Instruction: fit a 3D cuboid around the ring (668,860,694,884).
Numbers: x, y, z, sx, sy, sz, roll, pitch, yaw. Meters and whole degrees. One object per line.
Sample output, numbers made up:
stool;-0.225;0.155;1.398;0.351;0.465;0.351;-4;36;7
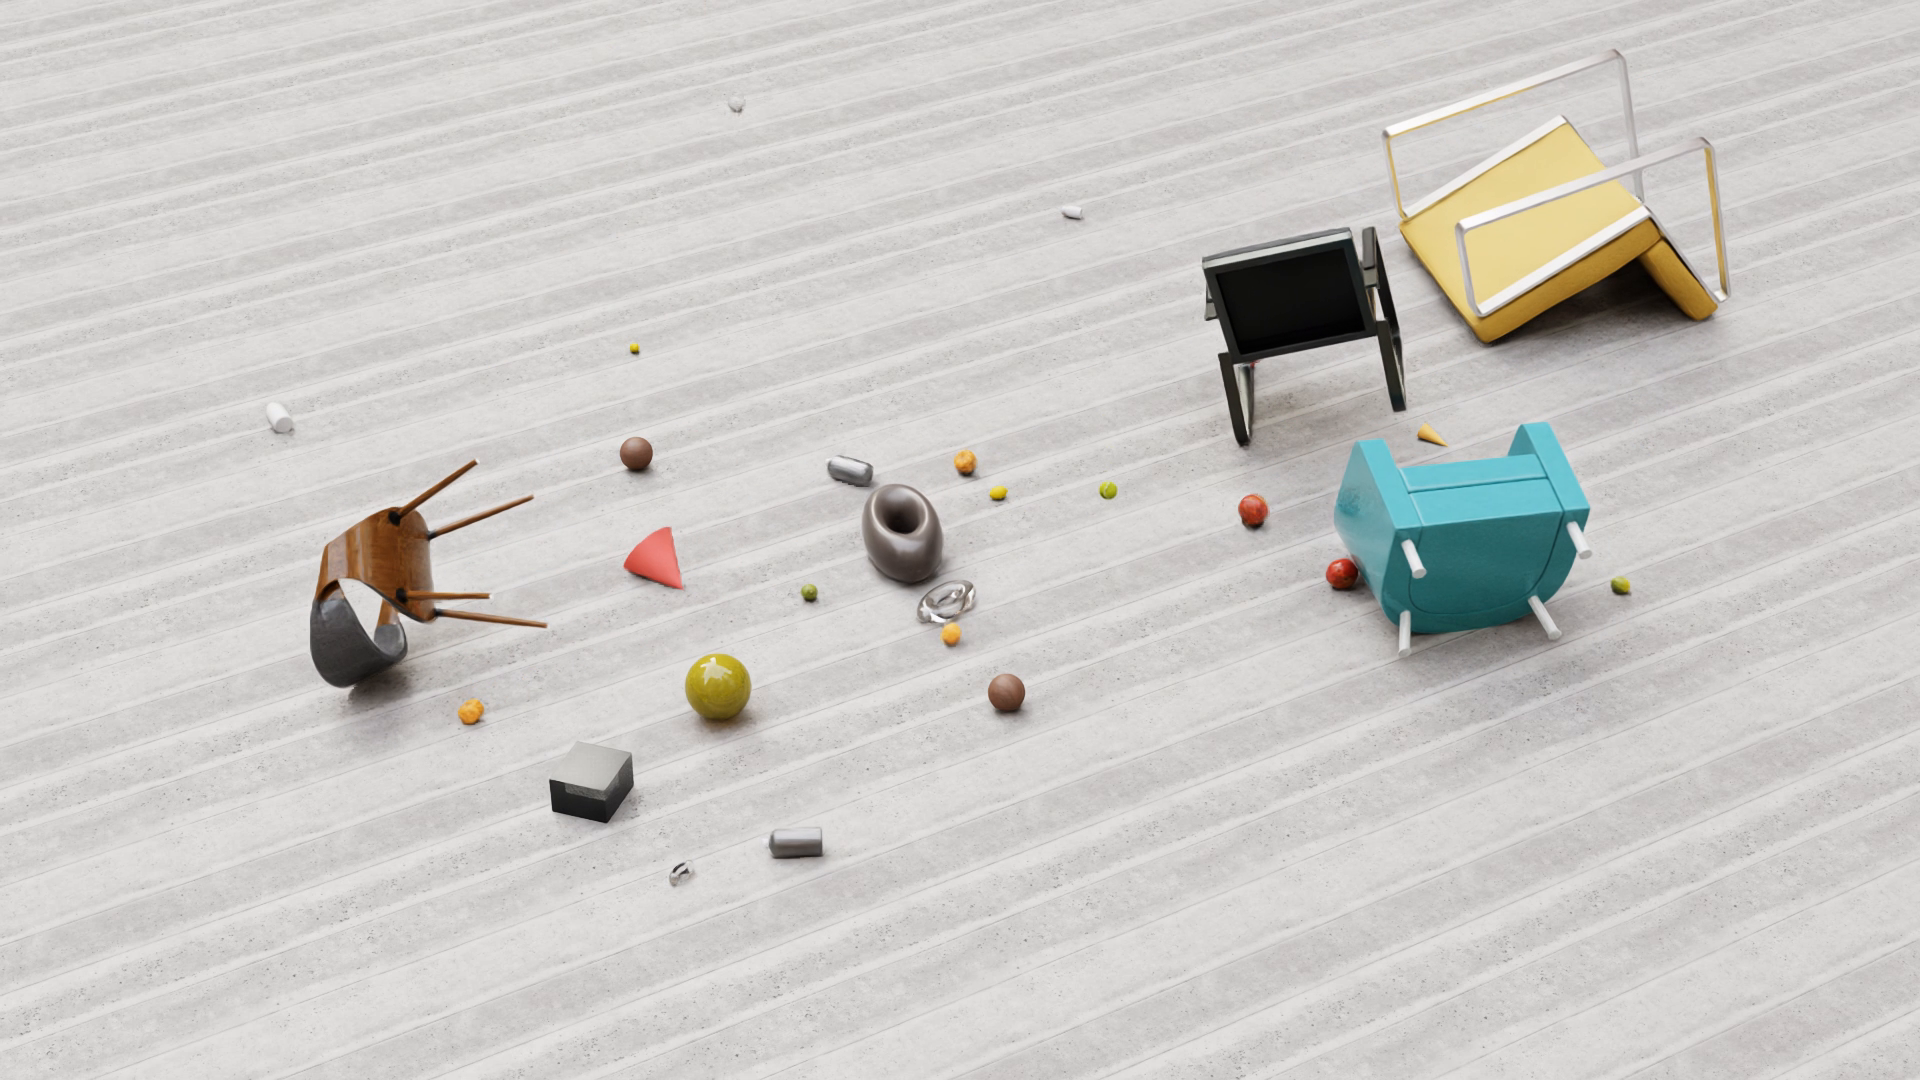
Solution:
ring;-0.885;1.055;9.309;0.049;0.039;0.113;19;39;29

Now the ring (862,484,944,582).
ring;-0.213;-0.029;10.825;0.291;0.178;0.535;-9;33;-8

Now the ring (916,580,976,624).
ring;-0.049;0.221;10.558;0.158;0.057;0.284;23;40;32

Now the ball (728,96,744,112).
ball;-1.074;-2.093;14.053;0.075;0.075;0.075;0;33;0

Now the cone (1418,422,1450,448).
cone;1.870;-0.398;11.519;0.134;0.067;0.065;35;25;22

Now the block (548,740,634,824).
block;-1.207;0.794;9.617;0.197;0.135;0.215;11;35;16

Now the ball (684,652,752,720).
ball;-0.823;0.499;9.979;0.230;0.230;0.230;0;33;0

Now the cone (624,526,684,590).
cone;-1.074;0.106;10.697;0.217;0.229;0.184;48;11;17
